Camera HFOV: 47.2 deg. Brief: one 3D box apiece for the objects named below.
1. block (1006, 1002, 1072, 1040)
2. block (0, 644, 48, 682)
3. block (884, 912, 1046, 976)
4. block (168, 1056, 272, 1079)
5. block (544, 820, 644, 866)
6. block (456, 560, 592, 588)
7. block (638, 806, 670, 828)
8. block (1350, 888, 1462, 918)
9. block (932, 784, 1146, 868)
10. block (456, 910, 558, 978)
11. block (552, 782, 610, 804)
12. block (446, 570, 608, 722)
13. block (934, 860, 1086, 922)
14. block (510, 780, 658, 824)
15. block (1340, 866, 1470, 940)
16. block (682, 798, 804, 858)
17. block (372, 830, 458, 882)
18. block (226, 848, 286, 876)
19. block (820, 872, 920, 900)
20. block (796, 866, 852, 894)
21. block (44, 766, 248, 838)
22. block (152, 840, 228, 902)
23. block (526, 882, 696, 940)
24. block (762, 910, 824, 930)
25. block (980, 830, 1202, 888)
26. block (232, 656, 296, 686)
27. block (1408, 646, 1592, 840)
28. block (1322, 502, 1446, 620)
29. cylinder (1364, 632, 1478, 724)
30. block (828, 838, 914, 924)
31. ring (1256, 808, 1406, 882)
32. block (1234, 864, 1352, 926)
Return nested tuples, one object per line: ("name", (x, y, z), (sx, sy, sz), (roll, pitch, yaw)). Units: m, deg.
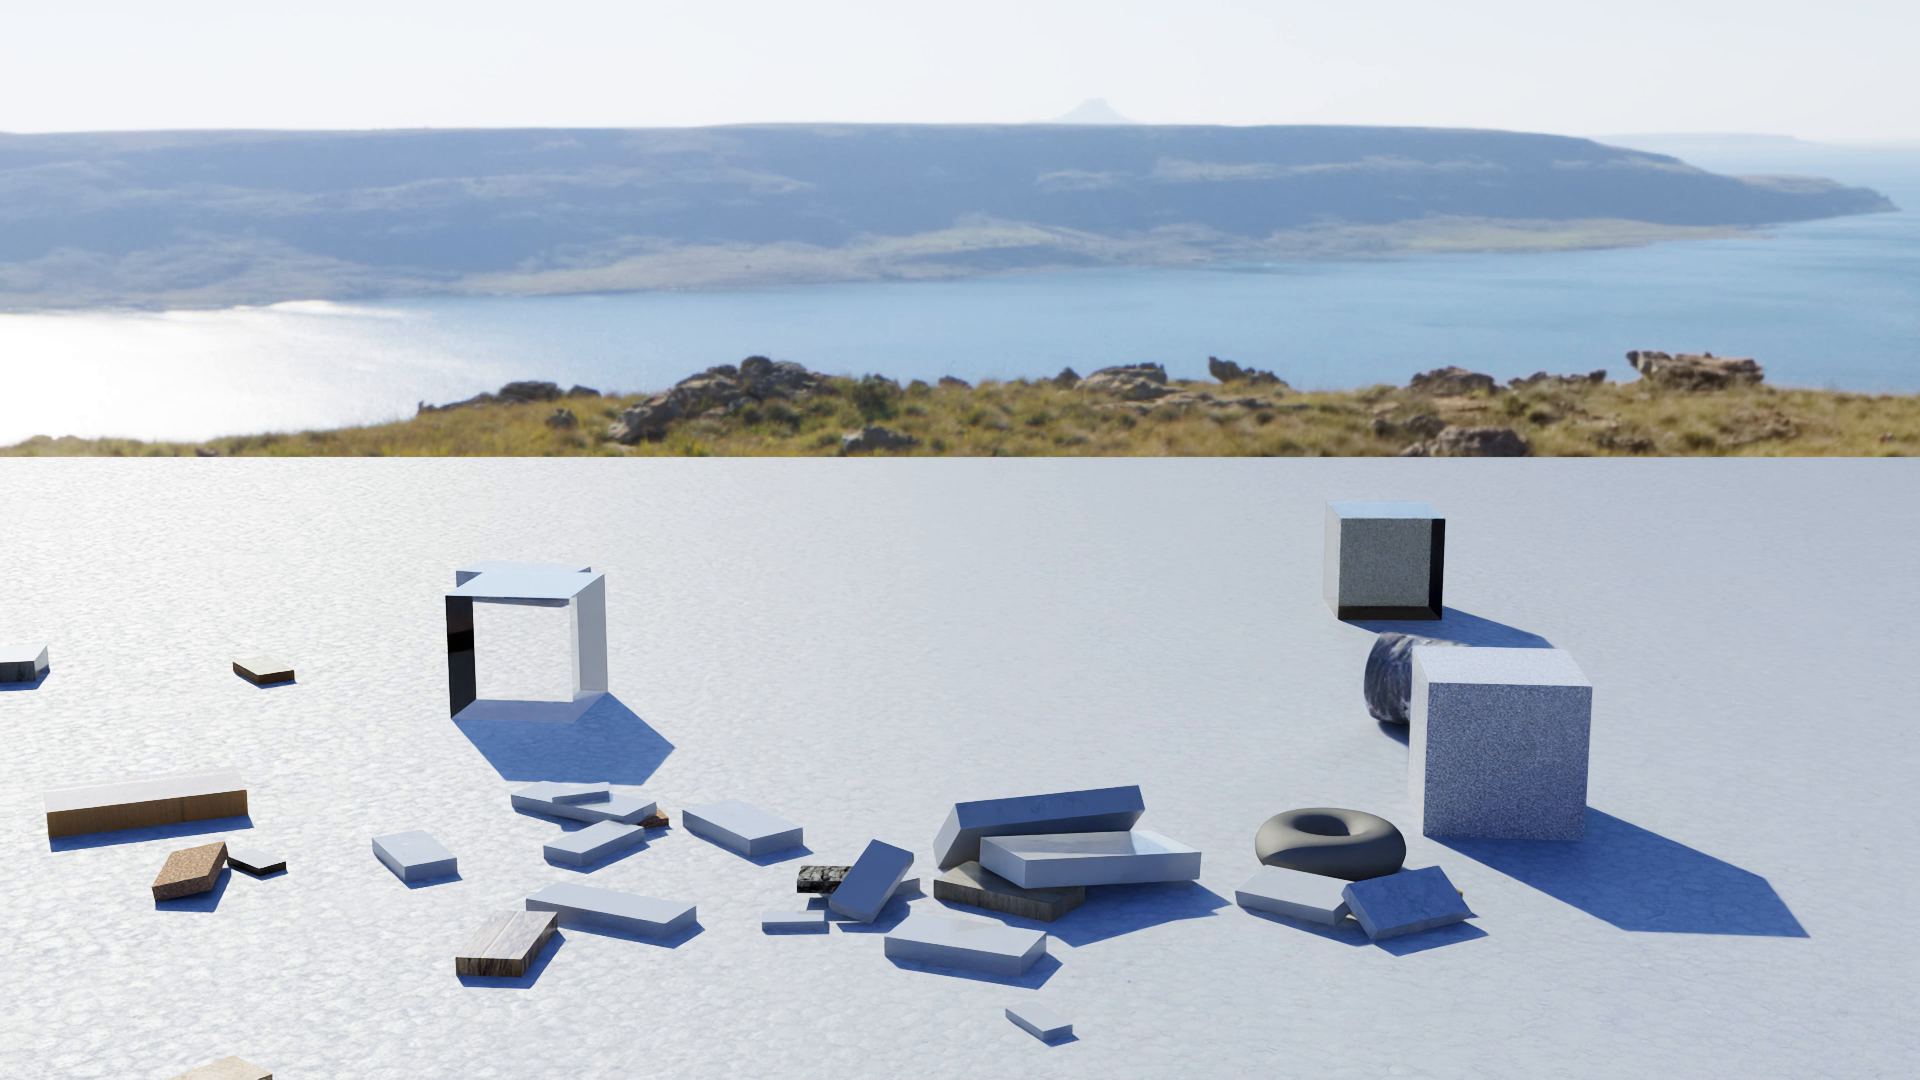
("block", (0.112, 0.683, 3.127), (0.050, 0.014, 0.099), (-6, 12, -31))
("block", (-2.406, 0.297, 5.111), (0.509, 0.049, 0.172), (-2, 11, -13))
("block", (0.009, 0.624, 3.398), (0.225, 0.032, 0.113), (4, 11, 22))
("block", (-1.002, 0.725, 2.868), (0.091, 0.026, 0.183), (9, 14, 39))
("block", (-0.648, 0.536, 3.894), (0.086, 0.024, 0.171), (6, 12, 31))
("block", (-1.222, 0.103, 6.164), (0.333, 0.047, 0.167), (3, 11, 17))
("block", (-0.578, 0.509, 4.064), (0.052, 0.015, 0.104), (-5, 12, -24))
("block", (0.718, 0.587, 3.613), (0.189, 0.027, 0.095), (-4, 11, -18))
("block", (0.135, 0.494, 3.788), (0.333, 0.047, 0.167), (-4, -30, -18))
("block", (-0.700, 0.624, 3.407), (0.102, 0.029, 0.203), (1, 11, 5))
("block", (-0.705, 0.471, 4.089), (0.104, 0.015, 0.052), (-6, 13, -8))
("block", (-0.951, 0.231, 4.853), (0.274, 0.274, 0.274), (1, 11, 7))
("block", (0.081, 0.580, 3.636), (0.225, 0.032, 0.112), (7, 12, 31))
("block", (-0.701, 0.491, 4.088), (0.294, 0.024, 0.085), (5, 15, 35))
("block", (0.713, 0.580, 3.520), (0.189, 0.027, 0.095), (-6, 45, -28))
("block", (-0.394, 0.518, 3.971), (0.112, 0.032, 0.225), (-8, 13, -38))
("block", (-0.950, 0.547, 3.827), (0.092, 0.026, 0.185), (-6, 12, -31))
("block", (-1.217, 0.557, 3.804), (0.104, 0.015, 0.052), (9, 14, 40))
("block", (-0.151, 0.578, 3.675), (0.152, 0.022, 0.076), (-7, 13, -33))
("block", (-0.191, 0.562, 3.641), (0.152, 0.022, 0.076), (0, 11, 2))
("block", (-1.517, 0.486, 4.097), (0.345, 0.049, 0.172), (-5, 12, -24))
("block", (-1.302, 0.559, 3.722), (0.091, 0.026, 0.183), (-11, 12, -7))
("block", (-0.565, 0.598, 3.556), (0.268, 0.026, 0.092), (5, 12, 25))
("block", (-0.268, 0.610, 3.525), (0.099, 0.014, 0.050), (-1, 11, -3))
("block", (0.220, 0.537, 3.707), (0.333, 0.047, 0.167), (1, 5, -26))
("block", (-1.628, 0.305, 5.140), (0.086, 0.024, 0.171), (-8, 13, -37))
("block", (0.992, 0.370, 4.070), (0.285, 0.285, 0.285), (1, 11, 6))
("block", (1.120, 0.052, 5.829), (0.269, 0.269, 0.269), (0, 11, 1))
("cylinder", (0.991, 0.304, 4.689), (0.190, 0.190, 0.190), (8, 13, 36))
("block", (-0.144, 0.556, 3.586), (0.076, 0.022, 0.152), (16, 41, 21))
("ring", (0.636, 0.527, 3.780), (0.258, 0.086, 0.258), (0, 9, 0))
("block", (0.554, 0.577, 3.580), (0.189, 0.027, 0.095), (5, 24, 42))
